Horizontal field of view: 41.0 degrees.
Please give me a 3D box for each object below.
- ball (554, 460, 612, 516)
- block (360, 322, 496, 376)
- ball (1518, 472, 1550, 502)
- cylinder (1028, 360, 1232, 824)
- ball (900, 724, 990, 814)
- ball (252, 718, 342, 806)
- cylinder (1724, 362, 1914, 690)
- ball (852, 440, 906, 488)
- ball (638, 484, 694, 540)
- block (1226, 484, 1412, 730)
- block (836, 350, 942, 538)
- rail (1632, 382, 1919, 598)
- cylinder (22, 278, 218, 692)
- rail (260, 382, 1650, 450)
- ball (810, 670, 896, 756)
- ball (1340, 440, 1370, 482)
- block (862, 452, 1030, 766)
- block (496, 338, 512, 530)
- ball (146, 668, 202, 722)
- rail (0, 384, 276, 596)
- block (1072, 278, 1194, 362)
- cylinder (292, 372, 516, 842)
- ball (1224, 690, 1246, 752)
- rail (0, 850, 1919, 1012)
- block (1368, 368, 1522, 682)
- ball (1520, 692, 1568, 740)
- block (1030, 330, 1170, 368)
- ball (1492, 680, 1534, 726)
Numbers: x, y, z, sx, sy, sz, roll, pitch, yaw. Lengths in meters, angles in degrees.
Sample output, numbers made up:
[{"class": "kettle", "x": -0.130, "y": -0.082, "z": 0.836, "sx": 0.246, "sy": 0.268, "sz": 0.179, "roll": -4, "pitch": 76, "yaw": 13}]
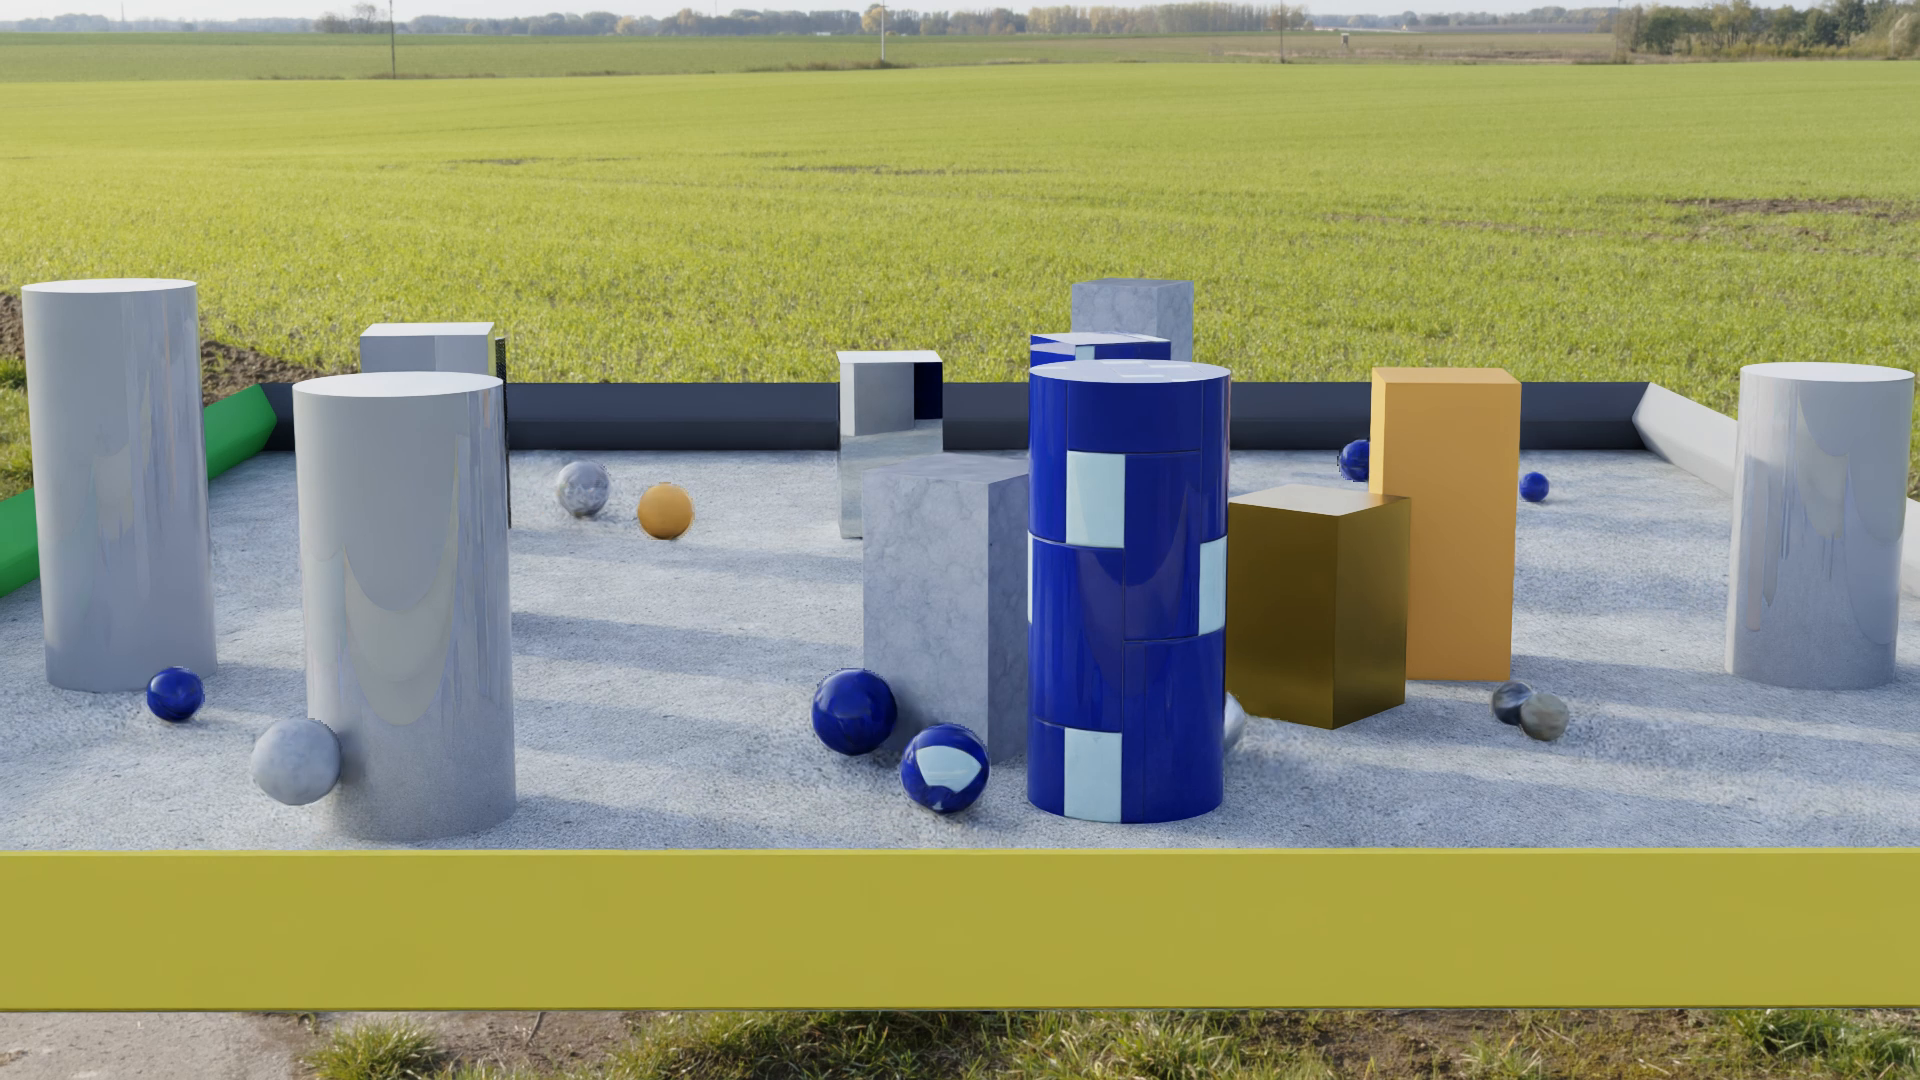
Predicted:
[{"class": "ball", "x": -0.616, "y": -0.084, "z": 4.189, "sx": 0.092, "sy": 0.092, "sz": 0.092, "roll": 0, "pitch": 10, "yaw": 0}, {"class": "block", "x": -0.686, "y": -0.081, "z": 3.350, "sx": 0.158, "sy": 0.390, "sz": 0.158, "roll": -1, "pitch": 11, "yaw": -7}, {"class": "ball", "x": 0.968, "y": -0.089, "z": 4.326, "sx": 0.052, "sy": 0.052, "sz": 0.052, "roll": 0, "pitch": 10, "yaw": 0}, {"class": "cylinder", "x": 0.166, "y": 0.046, "z": 2.553, "sx": 0.198, "sy": 0.431, "sz": 0.198, "roll": 0, "pitch": 10, "yaw": 0}, {"class": "ball", "x": -0.015, "y": 0.225, "z": 2.527, "sx": 0.088, "sy": 0.088, "sz": 0.088, "roll": 0, "pitch": 10, "yaw": 0}, {"class": "ball", "x": -0.623, "y": 0.208, "z": 2.412, "sx": 0.082, "sy": 0.082, "sz": 0.082, "roll": 0, "pitch": 10, "yaw": 0}, {"class": "cylinder", "x": 1.033, "y": -0.021, "z": 3.091, "sx": 0.198, "sy": 0.366, "sz": 0.198, "roll": 0, "pitch": 10, "yaw": 0}, {"class": "ball", "x": -0.139, "y": -0.125, "z": 4.406, "sx": 0.093, "sy": 0.093, "sz": 0.093, "roll": 0, "pitch": 10, "yaw": 0}, {"class": "ball", "x": -0.458, "y": -0.044, "z": 3.985, "sx": 0.086, "sy": 0.086, "sz": 0.086, "roll": 0, "pitch": 10, "yaw": 0}, {"class": "block", "x": 0.403, "y": 0.072, "z": 2.934, "sx": 0.158, "sy": 0.241, "sz": 0.158, "roll": 9, "pitch": 14, "yaw": 39}, {"class": "block", "x": -0.112, "y": -0.153, "z": 4.057, "sx": 0.158, "sy": 0.275, "sz": 0.158, "roll": -1, "pitch": 11, "yaw": -5}, {"class": "rail", "x": 1.306, "y": 0.032, "z": 3.456, "sx": 0.045, "sy": 0.128, "sz": 2.968, "roll": 0, "pitch": 10, "yaw": 0}, {"class": "cylinder", "x": -1.004, "y": -0.070, "z": 3.071, "sx": 0.198, "sy": 0.470, "sz": 0.198, "roll": 0, "pitch": 10, "yaw": 0}, {"class": "rail", "x": -0.008, "y": -0.233, "z": 4.885, "sx": 2.660, "sy": 0.128, "sz": 0.045, "roll": 0, "pitch": 10, "yaw": 0}, {"class": "ball", "x": -0.113, "y": 0.183, "z": 2.723, "sx": 0.091, "sy": 0.091, "sz": 0.091, "roll": 0, "pitch": 10, "yaw": 0}, {"class": "ball", "x": 0.710, "y": -0.141, "z": 4.546, "sx": 0.073, "sy": 0.073, "sz": 0.073, "roll": 0, "pitch": 10, "yaw": 0}, {"class": "block", "x": 0.006, "y": 0.071, "z": 2.775, "sx": 0.158, "sy": 0.302, "sz": 0.158, "roll": 7, "pitch": 12, "yaw": 32}, {"class": "block", "x": -0.814, "y": -0.159, "z": 4.008, "sx": 0.158, "sy": 0.304, "sz": 0.158, "roll": 3, "pitch": 11, "yaw": 17}, {"class": "ball", "x": -0.881, "y": 0.174, "z": 2.880, "sx": 0.061, "sy": 0.061, "sz": 0.061, "roll": 0, "pitch": 10, "yaw": 0}, {"class": "rail", "x": -1.306, "y": 0.034, "z": 3.441, "sx": 0.045, "sy": 0.128, "sz": 2.968, "roll": 0, "pitch": 10, "yaw": 0}, {"class": "block", "x": 0.297, "y": -0.265, "z": 4.428, "sx": 0.158, "sy": 0.360, "sz": 0.158, "roll": 5, "pitch": 12, "yaw": 27}, {"class": "cylinder", "x": -0.538, "y": 0.059, "z": 2.497, "sx": 0.198, "sy": 0.425, "sz": 0.198, "roll": 0, "pitch": 10, "yaw": 0}, {"class": "ball", "x": 0.271, "y": 0.194, "z": 2.749, "sx": 0.070, "sy": 0.070, "sz": 0.070, "roll": 0, "pitch": 10, "yaw": 0}, {"class": "rail", "x": 0.008, "y": 0.299, "z": 2.013, "sx": 2.660, "sy": 0.128, "sz": 0.045, "roll": 0, "pitch": 10, "yaw": 0}, {"class": "block", "x": 0.584, "y": -0.022, "z": 3.122, "sx": 0.158, "sy": 0.358, "sz": 0.158, "roll": 1, "pitch": 11, "yaw": 3}, {"class": "ball", "x": 0.637, "y": 0.193, "z": 2.800, "sx": 0.053, "sy": 0.053, "sz": 0.053, "roll": 0, "pitch": 10, "yaw": 0}, {"class": "block", "x": 0.212, "y": -0.149, "z": 3.913, "sx": 0.158, "sy": 0.320, "sz": 0.158, "roll": -4, "pitch": 11, "yaw": -23}, {"class": "ball", "x": 0.619, "y": 0.182, "z": 2.866, "sx": 0.050, "sy": 0.050, "sz": 0.050, "roll": 0, "pitch": 10, "yaw": 0}]
